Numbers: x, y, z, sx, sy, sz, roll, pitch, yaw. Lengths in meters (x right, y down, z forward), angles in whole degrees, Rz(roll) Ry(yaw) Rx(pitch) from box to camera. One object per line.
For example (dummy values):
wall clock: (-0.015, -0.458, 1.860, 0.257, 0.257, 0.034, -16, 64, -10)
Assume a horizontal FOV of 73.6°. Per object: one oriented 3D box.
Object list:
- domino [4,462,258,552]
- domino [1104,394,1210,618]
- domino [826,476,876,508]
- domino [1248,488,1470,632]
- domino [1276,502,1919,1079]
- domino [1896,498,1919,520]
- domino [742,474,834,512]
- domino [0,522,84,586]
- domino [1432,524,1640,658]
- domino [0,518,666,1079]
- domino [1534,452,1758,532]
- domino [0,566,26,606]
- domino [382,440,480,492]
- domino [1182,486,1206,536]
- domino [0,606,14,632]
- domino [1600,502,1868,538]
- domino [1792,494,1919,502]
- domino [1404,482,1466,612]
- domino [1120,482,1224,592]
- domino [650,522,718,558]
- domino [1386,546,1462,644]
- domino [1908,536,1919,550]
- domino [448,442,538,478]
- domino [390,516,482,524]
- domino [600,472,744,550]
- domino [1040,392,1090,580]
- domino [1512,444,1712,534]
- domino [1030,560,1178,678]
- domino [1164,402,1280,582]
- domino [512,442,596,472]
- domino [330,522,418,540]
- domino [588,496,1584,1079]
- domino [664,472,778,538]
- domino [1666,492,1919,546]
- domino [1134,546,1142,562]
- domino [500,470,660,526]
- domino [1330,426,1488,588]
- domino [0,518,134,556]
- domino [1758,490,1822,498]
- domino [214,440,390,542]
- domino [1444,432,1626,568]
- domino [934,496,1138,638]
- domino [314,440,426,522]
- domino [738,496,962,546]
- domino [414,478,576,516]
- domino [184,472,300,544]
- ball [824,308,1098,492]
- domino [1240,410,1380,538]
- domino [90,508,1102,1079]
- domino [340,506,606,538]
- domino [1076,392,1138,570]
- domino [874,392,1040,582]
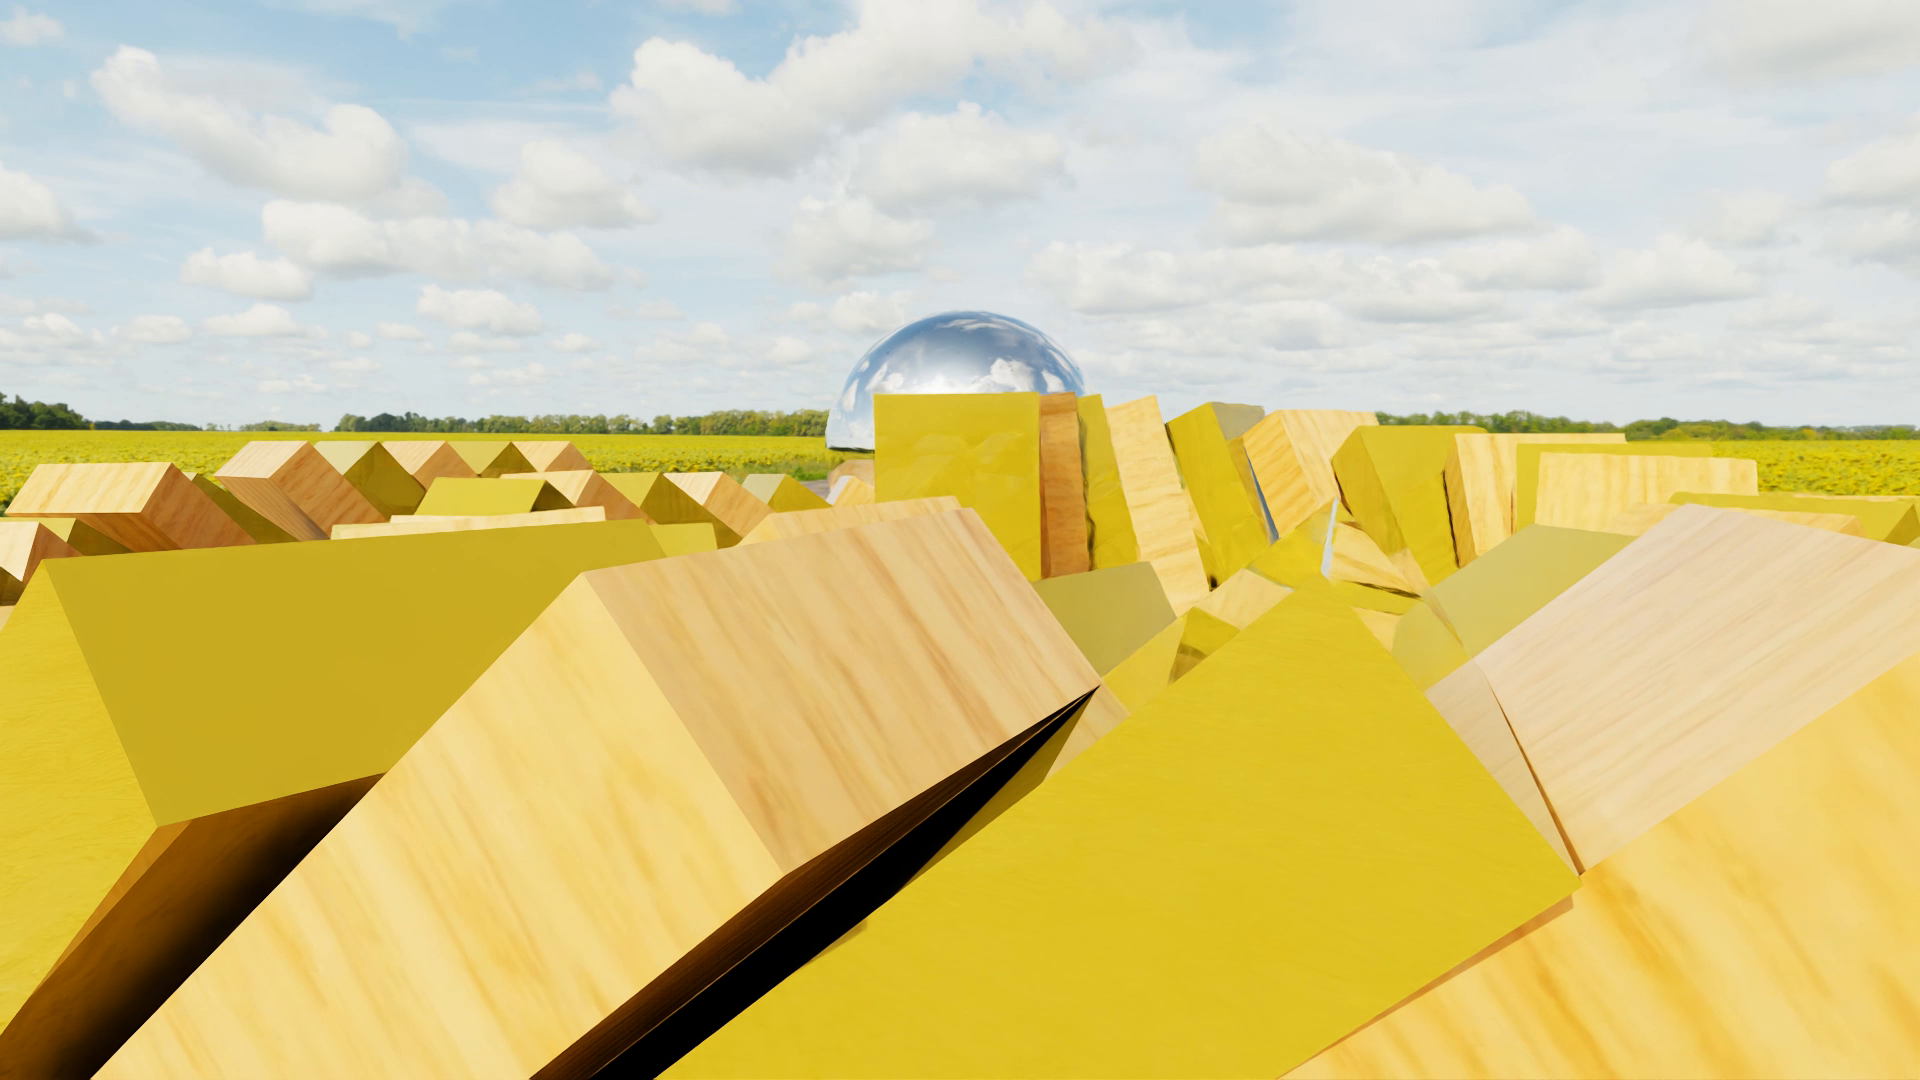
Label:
domino: (-0.128, 0.007, 0.214, 0.025, 0.010, 0.050, 0, -36, 13)
domino: (0.037, 0.000, 0.230, 0.009, 0.050, 0.025, -16, 1, 9)
domino: (-0.007, 0.003, 0.288, 0.050, 0.010, 0.025, 32, -4, -10)
domino: (0.091, 0.003, 0.284, 0.025, 0.010, 0.050, 2, 34, -50)
domino: (0.012, 0.019, 0.047, 0.050, 0.010, 0.025, -40, -4, 14)
domino: (0.151, 0.012, 0.177, 0.025, 0.010, 0.050, 3, 35, 12)
domino: (-0.024, 0.004, 0.276, 0.050, 0.010, 0.025, 36, -13, -23)
domino: (-0.125, 0.013, 0.174, 0.025, 0.009, 0.050, -1, -25, -4)
domino: (0.039, 0.017, 0.114, 0.050, 0.009, 0.025, -32, 6, -2)
domino: (-0.035, 0.019, 0.060, 0.050, 0.009, 0.025, -42, -18, 27)
domino: (0.083, 0.010, 0.157, 0.025, 0.009, 0.050, 4, 48, 25)
domino: (-0.120, 0.015, 0.154, 0.025, 0.009, 0.050, -1, -24, -9)
domino: (-0.101, 0.001, 0.270, 0.025, 0.050, 0.009, 3, 49, 40)
domino: (0.074, 0.003, 0.290, 0.050, 0.009, 0.025, 38, 21, 23)
domino: (-0.055, 0.020, 0.070, 0.050, 0.009, 0.025, -37, -18, 32)
domino: (0.059, 0.015, 0.123, 0.050, 0.010, 0.025, -36, 13, -11)
domino: (0.151, 0.011, 0.196, 0.025, 0.009, 0.050, 1, 35, 4)
domino: (0.108, 0.005, 0.269, 0.025, 0.010, 0.050, -3, 36, -39)
domino: (0.053, 0.003, 0.293, 0.050, 0.009, 0.025, 35, 12, 10)
domino: (-0.043, 0.015, 0.135, 0.025, 0.010, 0.050, -3, -27, -27)
domino: (0.016, 0.018, 0.108, 0.050, 0.010, 0.025, -30, -5, 21)
domino: (0.029, 0.019, 0.048, 0.050, 0.009, 0.025, -41, 1, 6)
domino: (-0.091, 0.000, 0.279, 0.025, 0.050, 0.010, 4, 49, 40)
domino: (-0.063, 0.012, 0.193, 0.025, 0.009, 0.050, 0, -25, 4)
domino: (-0.049, 0.005, 0.248, 0.025, 0.010, 0.050, 2, -31, 44)
domino: (0.009, 0.001, 0.218, 0.010, 0.050, 0.025, -13, 12, -44)
domino: (0.088, 0.008, 0.172, 0.025, 0.050, 0.009, 2, -39, 21)
domino: (-0.007, 0.018, 0.114, 0.050, 0.010, 0.025, -31, -13, 31)
domino: (0.054, 0.001, 0.228, 0.010, 0.050, 0.025, -26, -11, 32)
domino: (-0.082, -0.001, 0.288, 0.025, 0.050, 0.009, 4, 49, 40)
domino: (-0.062, 0.013, 0.171, 0.025, 0.010, 0.050, -2, -25, -3)
domino: (-0.003, 0.019, 0.050, 0.050, 0.010, 0.025, -41, -6, 17)
domino: (-0.038, 0.004, 0.262, 0.050, 0.010, 0.025, 39, -22, -32)
domino: (0.075, 0.014, 0.134, 0.050, 0.009, 0.025, -40, 21, -20)
domino: (0.035, 0.003, 0.294, 0.050, 0.010, 0.025, 35, 8, 5)
domino: (-0.059, 0.006, 0.233, 0.025, 0.009, 0.050, 0, -33, 36)
domino: (0.080, 0.004, 0.205, 0.025, 0.050, 0.009, -1, -33, -16)
domino: (-0.129, 0.012, 0.196, 0.025, 0.010, 0.050, 1, -25, 9)
domino: (0.147, 0.009, 0.216, 0.025, 0.010, 0.050, 0, 35, -5)
domino: (-0.118, 0.002, 0.250, 0.025, 0.050, 0.009, 4, 49, 40)
domino: (0.089, 0.006, 0.190, 0.025, 0.050, 0.009, 1, -36, 8)
domino: (0.016, 0.004, 0.294, 0.050, 0.009, 0.025, 31, 5, 1)
domino: (-0.110, 0.001, 0.260, 0.025, 0.050, 0.010, 4, 49, 40)
domino: (-0.022, 0.014, 0.124, 0.050, 0.009, 0.025, -40, -18, 32)
domino: (-0.065, 0.008, 0.218, 0.025, 0.010, 0.050, 2, -31, 29)
domino: (-0.126, 0.006, 0.236, 0.025, 0.010, 0.050, 3, -32, 37)
ball: (0.002, -0.025, 0.361, 0.080, 0.080, 0.080, 0, 4, 0)
domino: (0.069, 0.002, 0.220, 0.025, 0.050, 0.010, -3, -24, -34)
domino: (-0.019, 0.019, 0.054, 0.050, 0.009, 0.025, -41, -12, 23)
domino: (-0.053, 0.013, 0.149, 0.025, 0.010, 0.050, -6, -25, -17)
domino: (0.023, 0.000, 0.229, 0.009, 0.050, 0.025, -13, 5, -4)
domino: (0.000, 0.002, 0.200, 0.025, 0.050, 0.009, -1, 5, 0)
